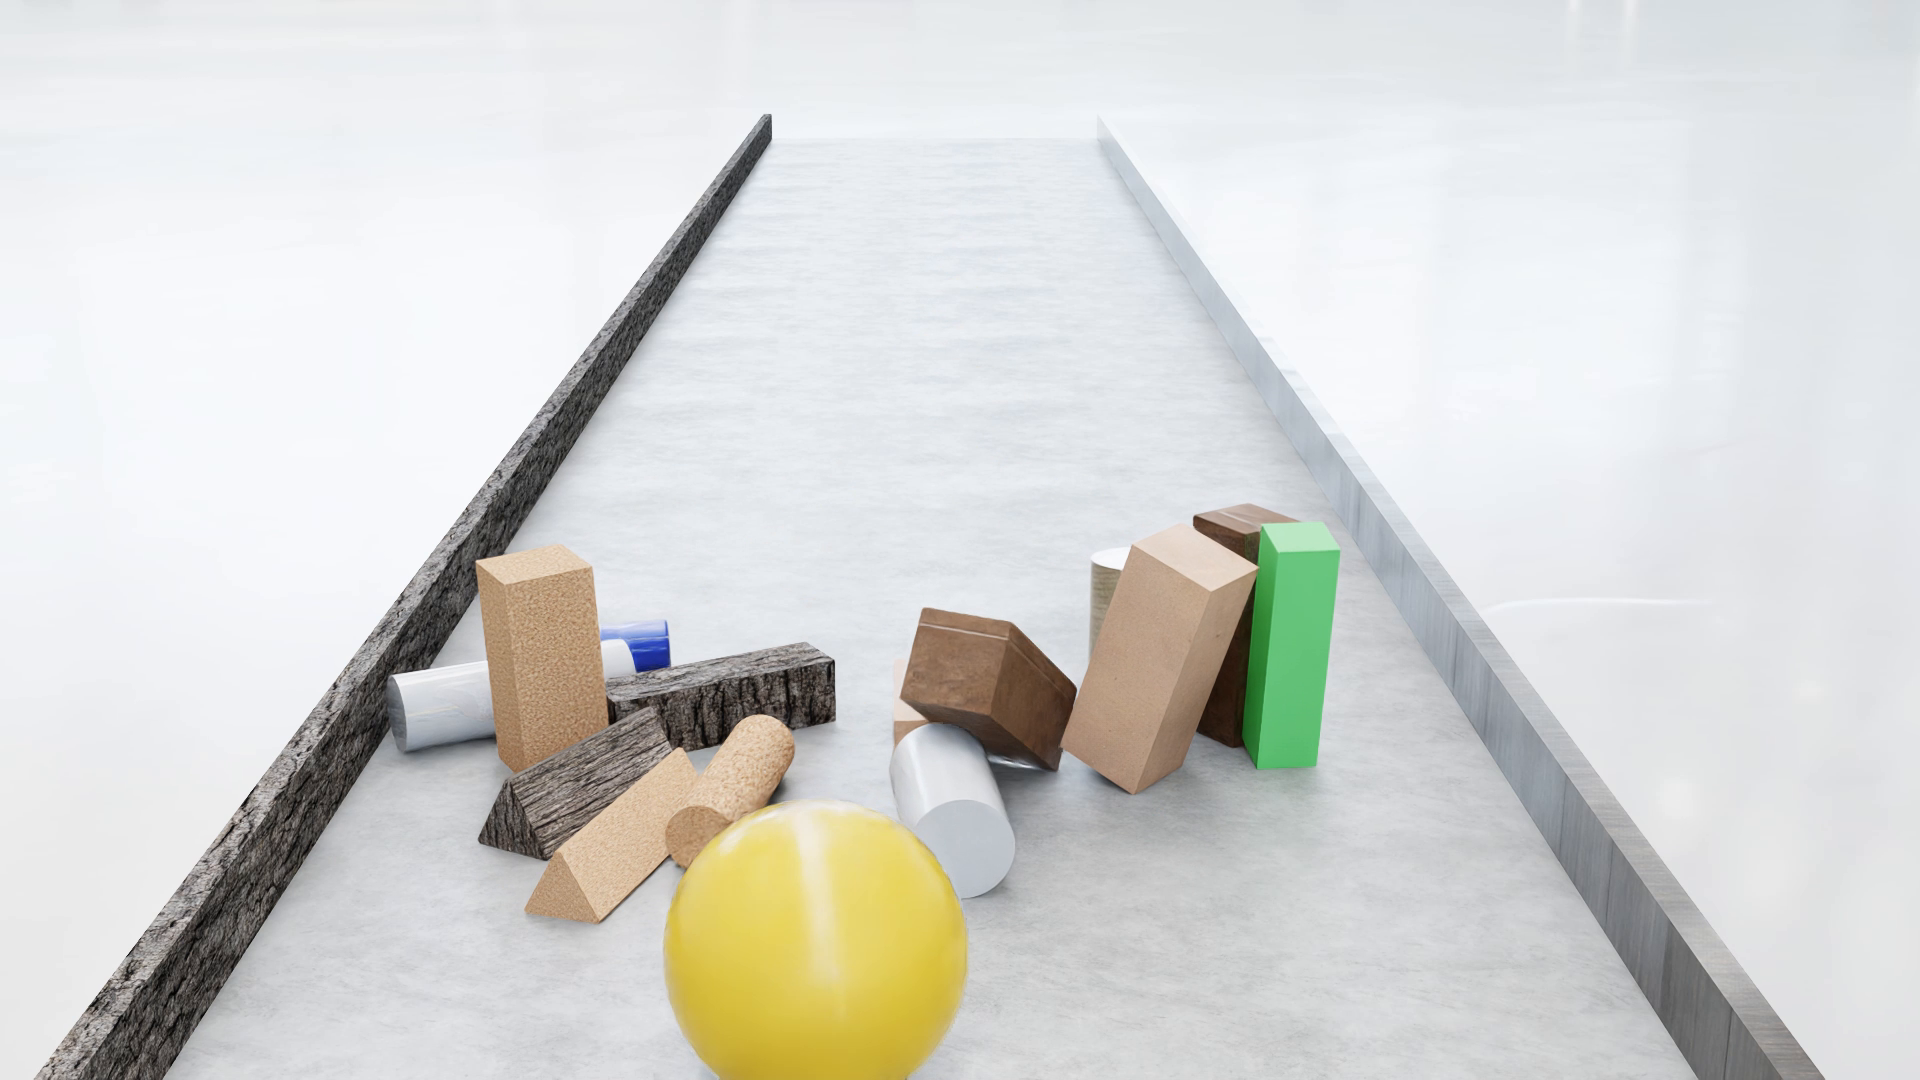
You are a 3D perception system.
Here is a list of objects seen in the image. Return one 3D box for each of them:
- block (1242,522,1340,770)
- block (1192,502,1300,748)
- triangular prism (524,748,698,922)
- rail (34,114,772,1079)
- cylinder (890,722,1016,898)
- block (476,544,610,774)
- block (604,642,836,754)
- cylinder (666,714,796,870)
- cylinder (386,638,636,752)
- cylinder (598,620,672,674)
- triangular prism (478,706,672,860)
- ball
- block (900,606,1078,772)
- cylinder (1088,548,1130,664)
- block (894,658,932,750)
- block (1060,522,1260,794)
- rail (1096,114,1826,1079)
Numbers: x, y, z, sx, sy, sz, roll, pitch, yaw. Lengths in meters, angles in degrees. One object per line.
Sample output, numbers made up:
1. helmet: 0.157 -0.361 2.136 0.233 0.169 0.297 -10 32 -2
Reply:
1. block: 0.574 0.186 3.829 0.108 0.428 0.108 -2 27 -8
2. block: 0.510 0.154 3.989 0.135 0.406 0.135 -12 22 -34
3. triangular prism: -0.533 0.457 3.491 0.125 0.108 0.434 5 17 17
4. rail: -1.118 -0.838 7.780 0.050 0.150 12.000 0 17 -1
5. cylinder: -0.016 0.426 3.504 0.165 0.165 0.321 -2 17 -7
6. block: -0.725 0.216 3.837 0.156 0.370 0.156 -13 20 -27
7. block: -0.448 0.296 4.020 0.434 0.121 0.121 -10 19 -29
8. cylinder: -0.374 0.414 3.632 0.117 0.117 0.397 3 17 9
9. cylinder: -0.819 0.282 4.031 0.429 0.140 0.140 -9 19 -27
10. cylinder: -0.745 0.221 4.295 0.351 0.107 0.107 -3 17 -11
11. triangular prism: -0.629 0.394 3.674 0.142 0.123 0.373 9 19 28
12. ball: -0.183 0.522 2.790 0.388 0.388 0.388 0 17 0
13. block: 0.055 0.257 3.708 0.155 0.155 0.432 9 -15 20
14. cylinder: 0.322 0.187 4.030 0.173 0.315 0.173 1 14 0
15. block: -0.065 0.318 3.971 0.107 0.107 0.318 0 17 -2
16. block: 0.338 0.203 3.762 0.162 0.416 0.162 32 30 26
17. rail: 0.932 -0.844 7.801 0.050 0.150 12.000 0 17 -1
